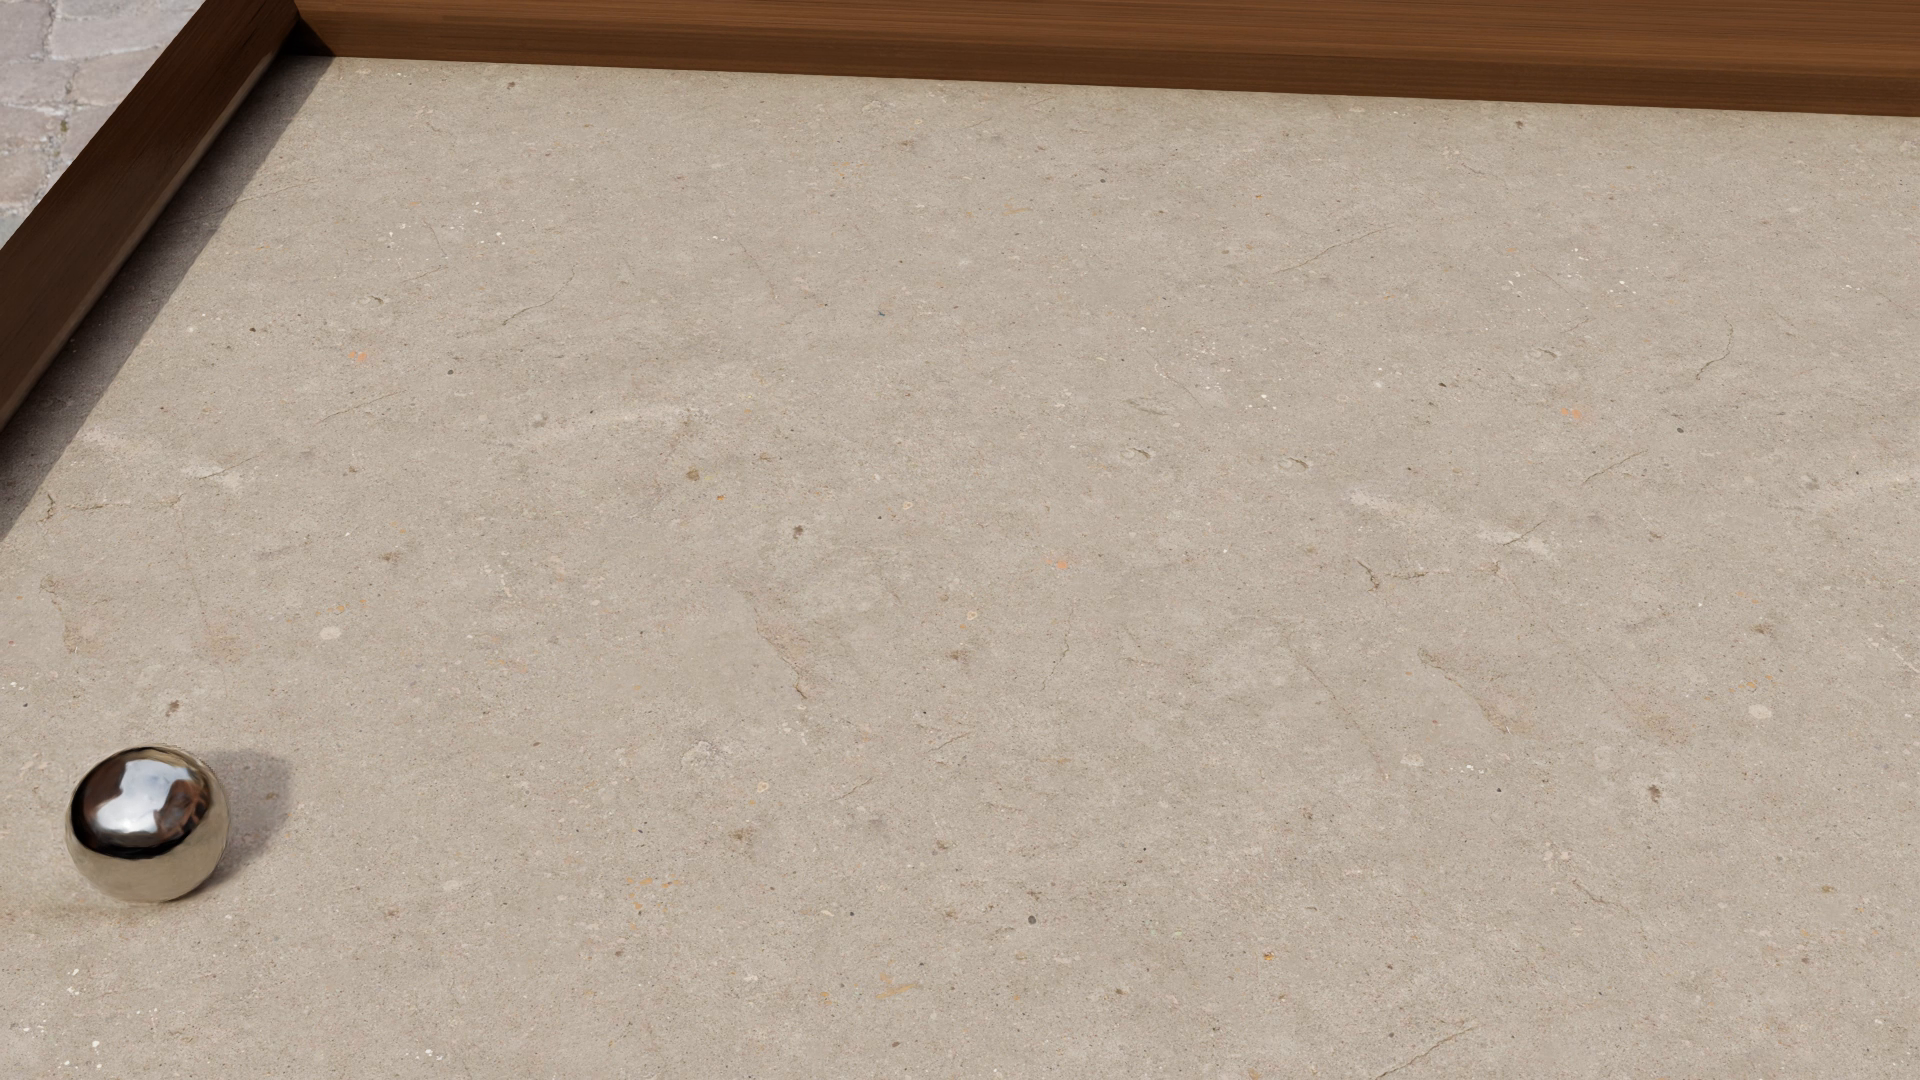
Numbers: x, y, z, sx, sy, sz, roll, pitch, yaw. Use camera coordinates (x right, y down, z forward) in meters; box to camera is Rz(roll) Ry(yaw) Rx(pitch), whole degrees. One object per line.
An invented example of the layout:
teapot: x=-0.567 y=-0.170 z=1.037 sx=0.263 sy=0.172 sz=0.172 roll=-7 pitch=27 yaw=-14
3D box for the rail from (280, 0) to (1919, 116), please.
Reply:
rail: x=0.851 y=-0.460 z=2.467 sx=3.122 sy=0.127 sz=0.045 roll=3 pitch=35 yaw=4

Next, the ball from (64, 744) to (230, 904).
ball: x=-0.502 y=0.176 z=1.587 sx=0.098 sy=0.098 sz=0.098 roll=0 pitch=35 yaw=0

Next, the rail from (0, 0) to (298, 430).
rail: x=-0.754 y=-0.064 z=1.902 sx=0.045 sy=0.127 sz=1.708 roll=3 pitch=35 yaw=4
